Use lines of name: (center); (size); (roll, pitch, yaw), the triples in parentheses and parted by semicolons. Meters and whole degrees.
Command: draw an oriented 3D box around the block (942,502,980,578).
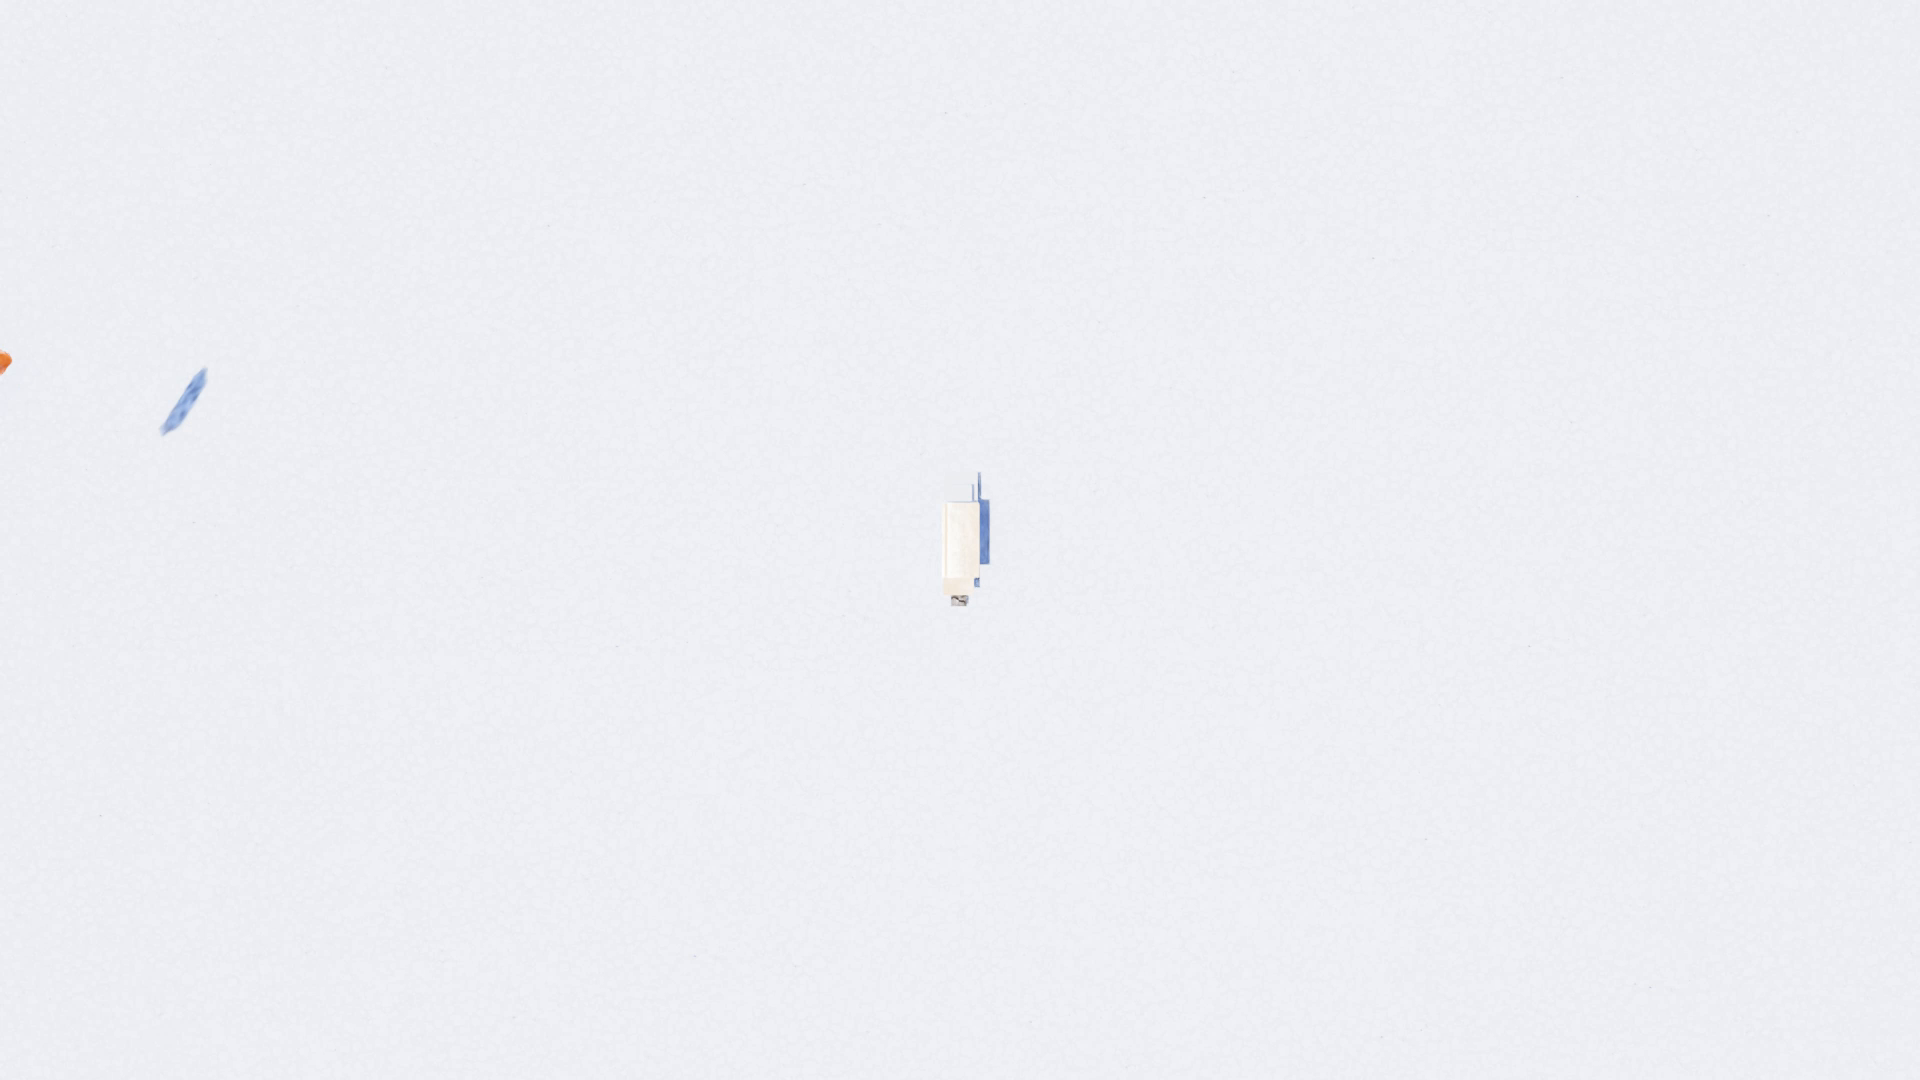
block: (0.002, 0.000, 4.859); (0.109, 0.031, 0.219); (0, 90, 0)

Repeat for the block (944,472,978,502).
block: (0.003, -0.113, 5.276); (0.104, 0.030, 0.209); (0, 90, 0)

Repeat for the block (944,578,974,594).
block: (-0.005, 0.076, 5.167); (0.095, 0.027, 0.191); (0, 90, 0)

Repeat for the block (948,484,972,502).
block: (-0.001, -0.098, 5.104); (0.074, 0.021, 0.148); (0, 90, 0)

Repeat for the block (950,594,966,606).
block: (-0.004, 0.166, 5.389); (0.052, 0.015, 0.104); (0, 90, 0)
